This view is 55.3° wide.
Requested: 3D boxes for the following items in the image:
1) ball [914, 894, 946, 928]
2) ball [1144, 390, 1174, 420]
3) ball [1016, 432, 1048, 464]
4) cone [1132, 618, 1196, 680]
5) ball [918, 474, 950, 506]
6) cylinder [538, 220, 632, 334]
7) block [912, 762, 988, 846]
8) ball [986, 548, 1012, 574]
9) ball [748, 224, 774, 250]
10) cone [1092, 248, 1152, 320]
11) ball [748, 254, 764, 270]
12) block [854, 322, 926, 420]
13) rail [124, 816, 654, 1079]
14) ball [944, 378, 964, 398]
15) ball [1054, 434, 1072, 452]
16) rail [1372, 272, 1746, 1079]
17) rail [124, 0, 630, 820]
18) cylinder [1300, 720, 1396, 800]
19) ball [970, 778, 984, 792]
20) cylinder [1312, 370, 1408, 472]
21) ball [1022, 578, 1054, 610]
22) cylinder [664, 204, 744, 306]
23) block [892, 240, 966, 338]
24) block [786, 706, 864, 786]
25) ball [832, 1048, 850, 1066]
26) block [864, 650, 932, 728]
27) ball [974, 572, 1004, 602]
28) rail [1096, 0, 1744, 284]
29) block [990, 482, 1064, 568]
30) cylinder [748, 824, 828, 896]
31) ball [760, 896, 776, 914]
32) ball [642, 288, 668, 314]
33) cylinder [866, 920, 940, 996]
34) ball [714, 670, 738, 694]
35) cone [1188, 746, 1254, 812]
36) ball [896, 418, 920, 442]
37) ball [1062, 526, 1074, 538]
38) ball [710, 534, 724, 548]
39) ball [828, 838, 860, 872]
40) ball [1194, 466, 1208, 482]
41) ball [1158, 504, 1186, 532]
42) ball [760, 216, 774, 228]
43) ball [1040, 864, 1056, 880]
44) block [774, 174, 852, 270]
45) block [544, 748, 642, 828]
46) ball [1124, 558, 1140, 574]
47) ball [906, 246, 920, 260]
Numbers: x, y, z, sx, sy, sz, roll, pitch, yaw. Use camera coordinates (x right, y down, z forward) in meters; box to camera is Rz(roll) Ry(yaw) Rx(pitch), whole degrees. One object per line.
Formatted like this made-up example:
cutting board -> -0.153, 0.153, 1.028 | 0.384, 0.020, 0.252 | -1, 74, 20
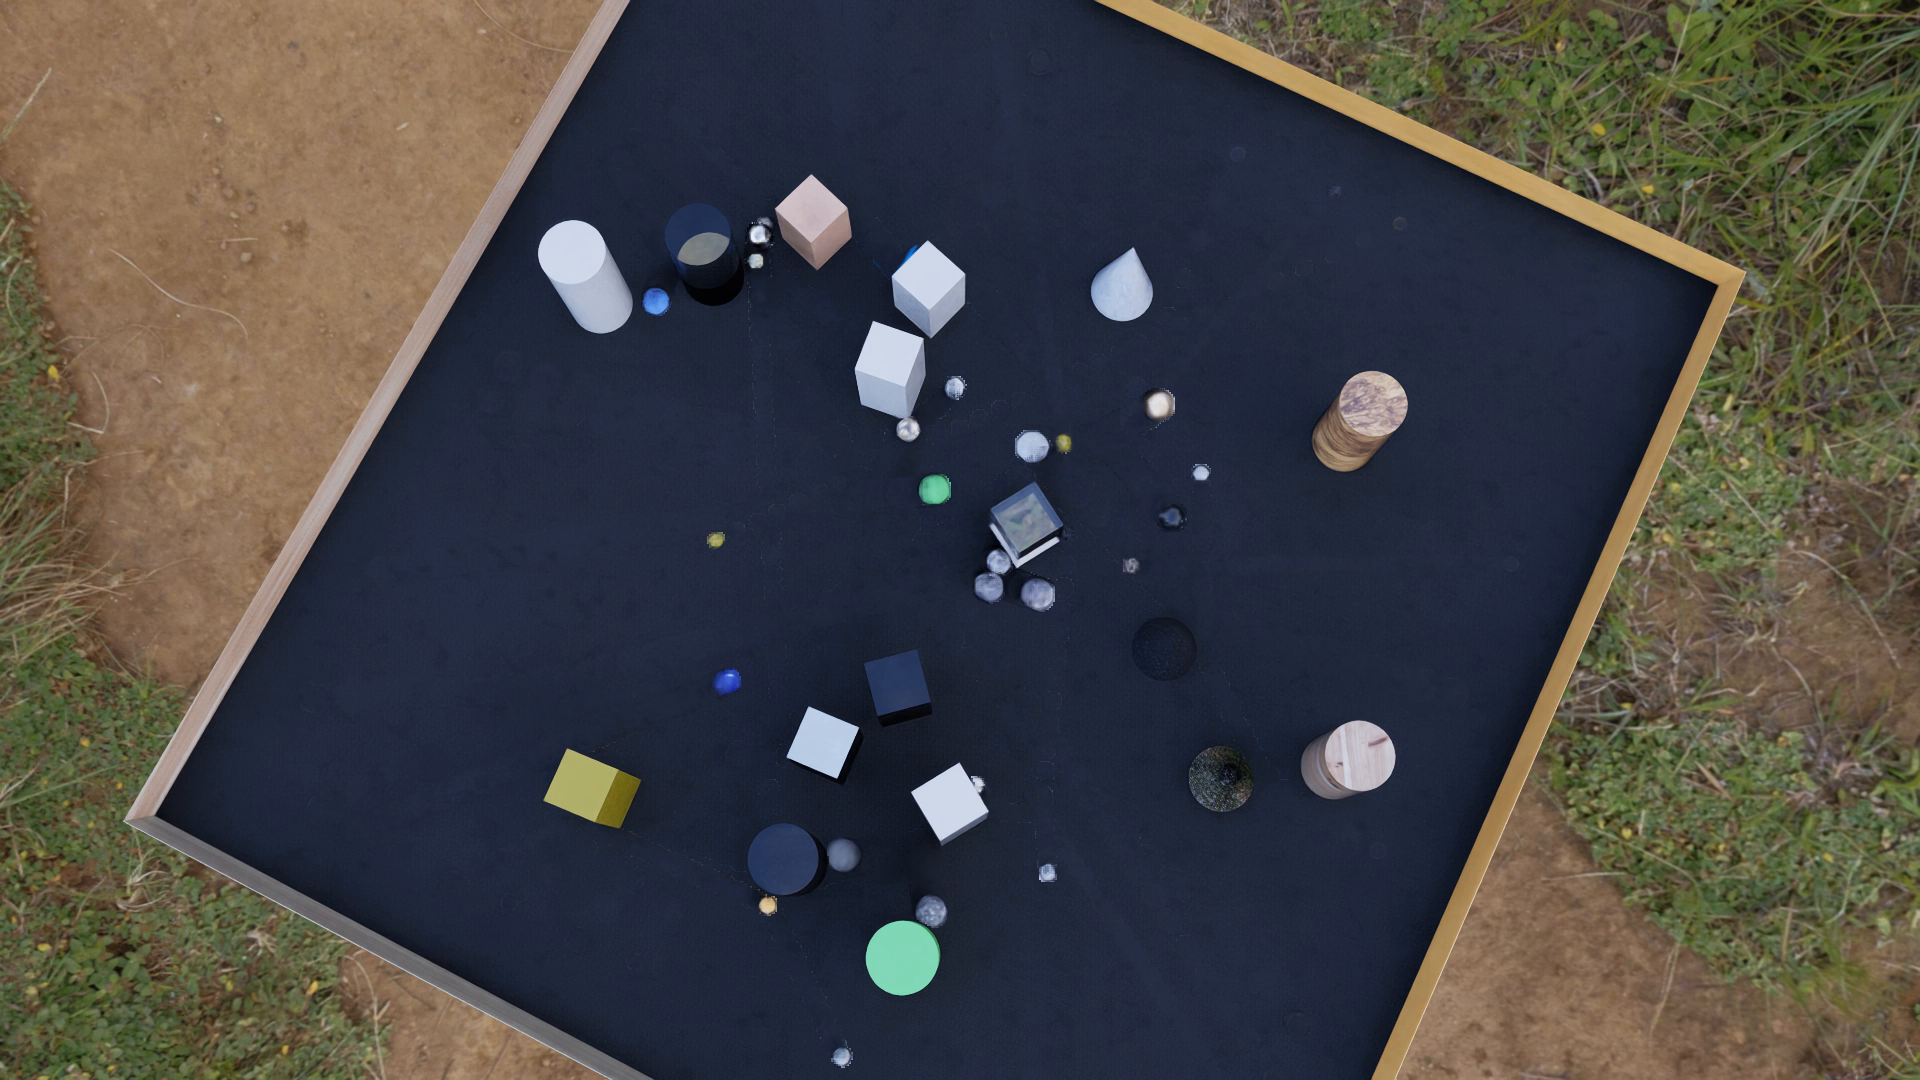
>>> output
ball -> -0.085, 1.082, 5.346 | 0.092, 0.092, 0.092 | 0, 78, 0
ball -> 0.612, -0.415, 5.655 | 0.093, 0.093, 0.093 | 0, 78, 0
ball -> 0.223, -0.285, 5.626 | 0.098, 0.098, 0.098 | 0, 78, 0
cone -> 0.618, 0.296, 5.383 | 0.196, 0.338, 0.196 | 0, 78, 0
ball -> -0.080, -0.153, 5.601 | 0.093, 0.093, 0.093 | 0, 78, 0
cylinder -> -1.128, -0.790, 5.547 | 0.196, 0.456, 0.196 | 0, 78, 0
block -> -0.028, 0.763, 5.260 | 0.156, 0.388, 0.156 | -31, 80, -6
ball -> 0.119, 0.066, 5.563 | 0.078, 0.078, 0.078 | 0, 78, 0
ball -> -0.629, -0.955, 5.764 | 0.081, 0.081, 0.081 | 0, 78, 0
cone -> 0.511, -0.823, 5.588 | 0.196, 0.390, 0.196 | 0, 78, 0
ball -> -0.643, -0.878, 5.773 | 0.050, 0.050, 0.050 | 0, 78, 0
block -> -0.207, -0.506, 5.531 | 0.156, 0.373, 0.156 | 19, 79, 4
rail -> -0.811, 1.596, 5.220 | 3.594, 0.127, 0.045 | 26, 80, 5
ball -> -0.018, -0.472, 5.683 | 0.061, 0.061, 0.061 | 0, 78, 0
ball -> 0.319, -0.300, 5.651 | 0.054, 0.054, 0.054 | 0, 78, 0
rail -> 1.586, 0.783, 5.389 | 0.045, 0.127, 3.675 | 26, 80, 5
rail -> -1.586, -0.770, 5.710 | 0.045, 0.127, 3.675 | 26, 80, 5
cylinder -> 1.115, 0.639, 5.291 | 0.196, 0.378, 0.196 | 0, 78, 0
ball -> 0.048, 0.729, 5.442 | 0.046, 0.046, 0.046 | 0, 78, 0
cylinder -> 1.188, -0.349, 5.472 | 0.196, 0.424, 0.196 | 0, 78, 0
ball -> 0.233, 0.163, 5.533 | 0.097, 0.097, 0.097 | 0, 78, 0
cylinder -> -0.777, -0.869, 5.610 | 0.196, 0.366, 0.196 | 0, 78, 0
block -> -0.095, -0.768, 5.636 | 0.156, 0.273, 0.156 | 43, 81, 8
block -> -0.390, 0.604, 5.344 | 0.156, 0.290, 0.156 | 22, 79, 4
ball -> -0.341, 1.488, 5.283 | 0.050, 0.050, 0.050 | 0, 78, 0
block -> -0.178, 0.437, 5.363 | 0.156, 0.320, 0.156 | -15, 79, -3
ball -> 0.087, 0.140, 5.529 | 0.090, 0.090, 0.090 | 0, 78, 0
rail -> 0.811, -1.582, 5.878 | 3.594, 0.127, 0.045 | 26, 80, 5
block -> 0.197, -0.044, 5.504 | 0.156, 0.238, 0.156 | -32, 80, -6
cylinder -> -0.488, 0.917, 5.233 | 0.196, 0.379, 0.196 | 0, 78, 0
ball -> -0.564, 1.070, 5.371 | 0.048, 0.048, 0.048 | 0, 78, 0
ball -> -0.952, -0.748, 5.729 | 0.082, 0.082, 0.082 | 0, 78, 0
cylinder -> -0.155, 1.169, 5.145 | 0.196, 0.450, 0.196 | 0, 78, 0
ball -> -0.701, 0.426, 5.490 | 0.075, 0.075, 0.075 | 0, 78, 0
cone -> 0.780, 0.682, 5.320 | 0.196, 0.304, 0.196 | 0, 78, 0
ball -> -0.159, -0.339, 5.648 | 0.073, 0.073, 0.073 | 0, 78, 0
ball -> 0.326, -0.025, 5.601 | 0.041, 0.041, 0.041 | 0, 78, 0
ball -> -0.743, 0.002, 5.595 | 0.041, 0.041, 0.041 | 0, 78, 0
ball -> -0.340, 0.926, 5.376 | 0.096, 0.096, 0.096 | 0, 78, 0
ball -> 0.741, -0.204, 5.635 | 0.047, 0.047, 0.047 | 0, 78, 0
ball -> 0.648, -0.068, 5.588 | 0.083, 0.083, 0.083 | 0, 78, 0
ball -> -0.613, -1.002, 5.802 | 0.044, 0.044, 0.044 | 0, 78, 0
ball -> 0.259, 0.978, 5.390 | 0.047, 0.047, 0.047 | 0, 78, 0
block -> -0.453, -0.985, 5.696 | 0.156, 0.243, 0.156 | 44, 82, 8
block -> -1.052, 0.719, 5.273 | 0.156, 0.382, 0.156 | 22, 79, 4
ball -> 0.523, 0.079, 5.576 | 0.047, 0.047, 0.047 | 0, 78, 0
ball -> -0.131, -0.882, 5.757 | 0.082, 0.082, 0.082 | 0, 78, 0
